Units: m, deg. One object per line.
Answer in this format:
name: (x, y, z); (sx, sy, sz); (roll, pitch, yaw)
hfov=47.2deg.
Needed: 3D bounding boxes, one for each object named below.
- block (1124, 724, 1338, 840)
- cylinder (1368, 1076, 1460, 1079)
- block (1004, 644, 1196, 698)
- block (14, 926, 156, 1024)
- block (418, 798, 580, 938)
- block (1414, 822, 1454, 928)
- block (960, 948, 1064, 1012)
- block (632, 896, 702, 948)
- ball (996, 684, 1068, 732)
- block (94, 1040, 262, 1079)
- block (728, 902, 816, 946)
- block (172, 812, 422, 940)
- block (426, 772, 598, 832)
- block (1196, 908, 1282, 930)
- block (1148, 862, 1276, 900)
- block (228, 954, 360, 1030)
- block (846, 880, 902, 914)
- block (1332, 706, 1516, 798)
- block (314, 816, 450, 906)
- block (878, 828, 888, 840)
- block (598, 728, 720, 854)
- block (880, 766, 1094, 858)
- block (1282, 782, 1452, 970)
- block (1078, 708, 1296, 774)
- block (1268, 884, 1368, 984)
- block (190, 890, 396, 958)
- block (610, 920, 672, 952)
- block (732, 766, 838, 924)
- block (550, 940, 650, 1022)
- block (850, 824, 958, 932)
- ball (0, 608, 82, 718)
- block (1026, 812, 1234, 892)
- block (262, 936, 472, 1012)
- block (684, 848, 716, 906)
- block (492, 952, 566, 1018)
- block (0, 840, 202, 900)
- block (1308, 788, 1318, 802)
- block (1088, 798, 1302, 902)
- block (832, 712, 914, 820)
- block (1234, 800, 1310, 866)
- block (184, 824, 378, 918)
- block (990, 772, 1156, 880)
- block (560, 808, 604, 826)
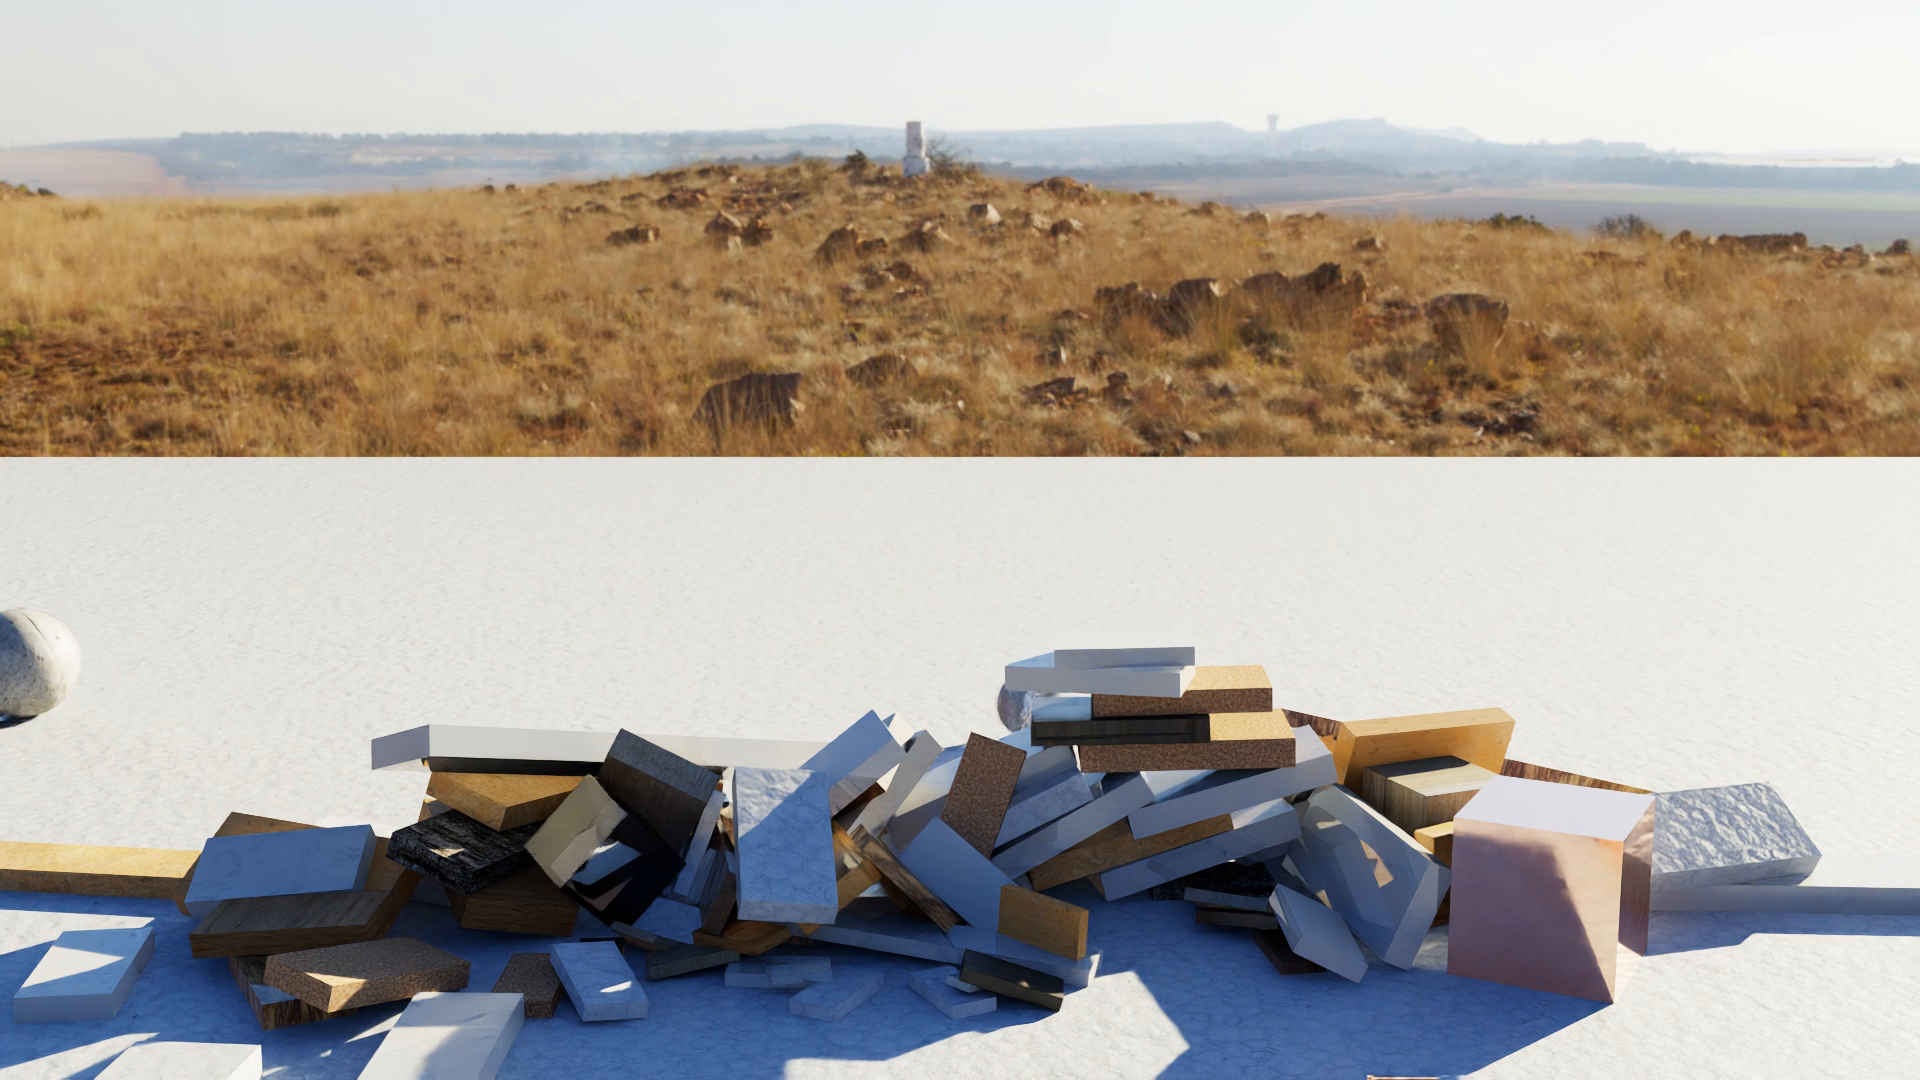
block: (0.438, 0.400, 3.651); (0.346, 0.049, 0.173); (-16, 11, 0)
cylinder: (0.560, 0.713, 2.616); (0.142, 0.142, 0.142); (1, 11, 4)
block: (0.230, 0.213, 3.591); (0.287, 0.041, 0.144); (1, 12, 16)
block: (-1.298, 0.644, 3.271); (0.135, 0.038, 0.270); (-1, 11, -8)
block: (-0.756, 0.530, 3.577); (0.180, 0.051, 0.359); (11, 14, -28)
block: (0.864, 0.527, 3.595); (0.302, 0.151, 0.043); (-7, 12, -33)
block: (0.076, 0.642, 3.210); (0.151, 0.021, 0.076); (18, 11, -1)
block: (-0.433, 0.605, 3.437); (0.148, 0.021, 0.074); (9, 37, 30)
ball: (0.151, 0.343, 4.592); (0.149, 0.149, 0.149); (0, 11, 0)
block: (-1.036, 0.730, 2.784); (0.172, 0.049, 0.344); (1, 11, 5)
block: (-0.319, 0.607, 3.499); (0.204, 0.029, 0.102); (2, 11, 11)
block: (-1.053, 0.542, 3.516); (0.359, 0.051, 0.180); (6, 42, 18)
block: (-0.735, 0.413, 3.688); (0.153, 0.043, 0.307); (23, 11, 21)
block: (0.451, 0.600, 3.484); (0.139, 0.020, 0.069); (0, -5, 29)
block: (0.417, 0.571, 3.691); (0.203, 0.029, 0.102); (-1, 11, -5)
block: (-0.989, 0.648, 3.255); (0.135, 0.038, 0.270); (-6, 12, -28)
block: (-0.111, 0.578, 3.584); (0.204, 0.029, 0.102); (-1, 10, -2)
block: (0.799, 0.388, 3.836); (0.335, 0.167, 0.047); (-3, 29, -24)
block: (-0.928, 0.540, 3.682); (0.359, 0.051, 0.180); (8, 12, 7)
block: (0.033, 0.482, 3.868); (0.473, 0.049, 0.172); (5, 19, -7)
block: (-0.505, 0.417, 3.579); (0.173, 0.049, 0.347); (27, -27, -4)
block: (0.041, 0.459, 3.622); (0.346, 0.049, 0.173); (-26, 11, -2)
block: (0.648, 0.528, 3.533); (0.047, 0.167, 0.448); (23, 5, -15)
block: (0.368, 0.330, 3.626); (0.346, 0.049, 0.173); (-2, 12, 1)
block: (0.549, 0.603, 3.383); (0.113, 0.032, 0.225); (26, 9, -6)
block: (-1.011, 0.583, 3.342); (0.270, 0.038, 0.135); (-4, 13, 5)
block: (-0.490, 0.617, 3.399); (0.101, 0.014, 0.050); (9, -30, 41)
block: (-0.269, 0.461, 3.347); (0.144, 0.041, 0.288); (5, 36, -12)
block: (-0.528, 0.643, 3.214); (0.095, 0.027, 0.190); (2, 16, -26)
block: (-0.087, 0.520, 3.383); (0.027, 0.190, 0.095); (-46, 14, -4)
ball: (-2.031, 0.266, 4.765); (0.238, 0.238, 0.238); (0, 11, 0)
block: (0.270, 0.490, 3.700); (0.346, 0.049, 0.173); (-17, 11, -5)
block: (-0.855, 0.626, 3.185); (0.135, 0.038, 0.270); (14, 5, 31)
block: (-0.412, 0.537, 3.484); (0.013, 0.090, 0.045); (25, -31, -11)
block: (-0.631, 0.656, 3.243); (0.093, 0.026, 0.186); (0, 11, 1)
block: (-1.410, 0.561, 3.721); (0.680, 0.038, 0.135); (2, 11, 8)
block: (0.664, 0.447, 3.850); (0.108, 0.054, 0.015); (16, 24, -34)
block: (0.383, 0.507, 3.711); (0.346, 0.049, 0.173); (-17, 12, -8)
block: (-0.232, 0.422, 3.707); (0.330, 0.047, 0.165); (-32, 17, 32)
block: (0.548, 0.505, 3.794); (0.203, 0.029, 0.102); (-14, 19, -23)
block: (-1.070, 0.522, 3.473); (0.270, 0.038, 0.135); (-5, 40, 5)
block: (0.150, 0.466, 3.635); (0.346, 0.049, 0.173); (-30, 11, 4)
block: (-0.654, 0.492, 4.123); (0.095, 0.027, 0.190); (5, 12, 26)
